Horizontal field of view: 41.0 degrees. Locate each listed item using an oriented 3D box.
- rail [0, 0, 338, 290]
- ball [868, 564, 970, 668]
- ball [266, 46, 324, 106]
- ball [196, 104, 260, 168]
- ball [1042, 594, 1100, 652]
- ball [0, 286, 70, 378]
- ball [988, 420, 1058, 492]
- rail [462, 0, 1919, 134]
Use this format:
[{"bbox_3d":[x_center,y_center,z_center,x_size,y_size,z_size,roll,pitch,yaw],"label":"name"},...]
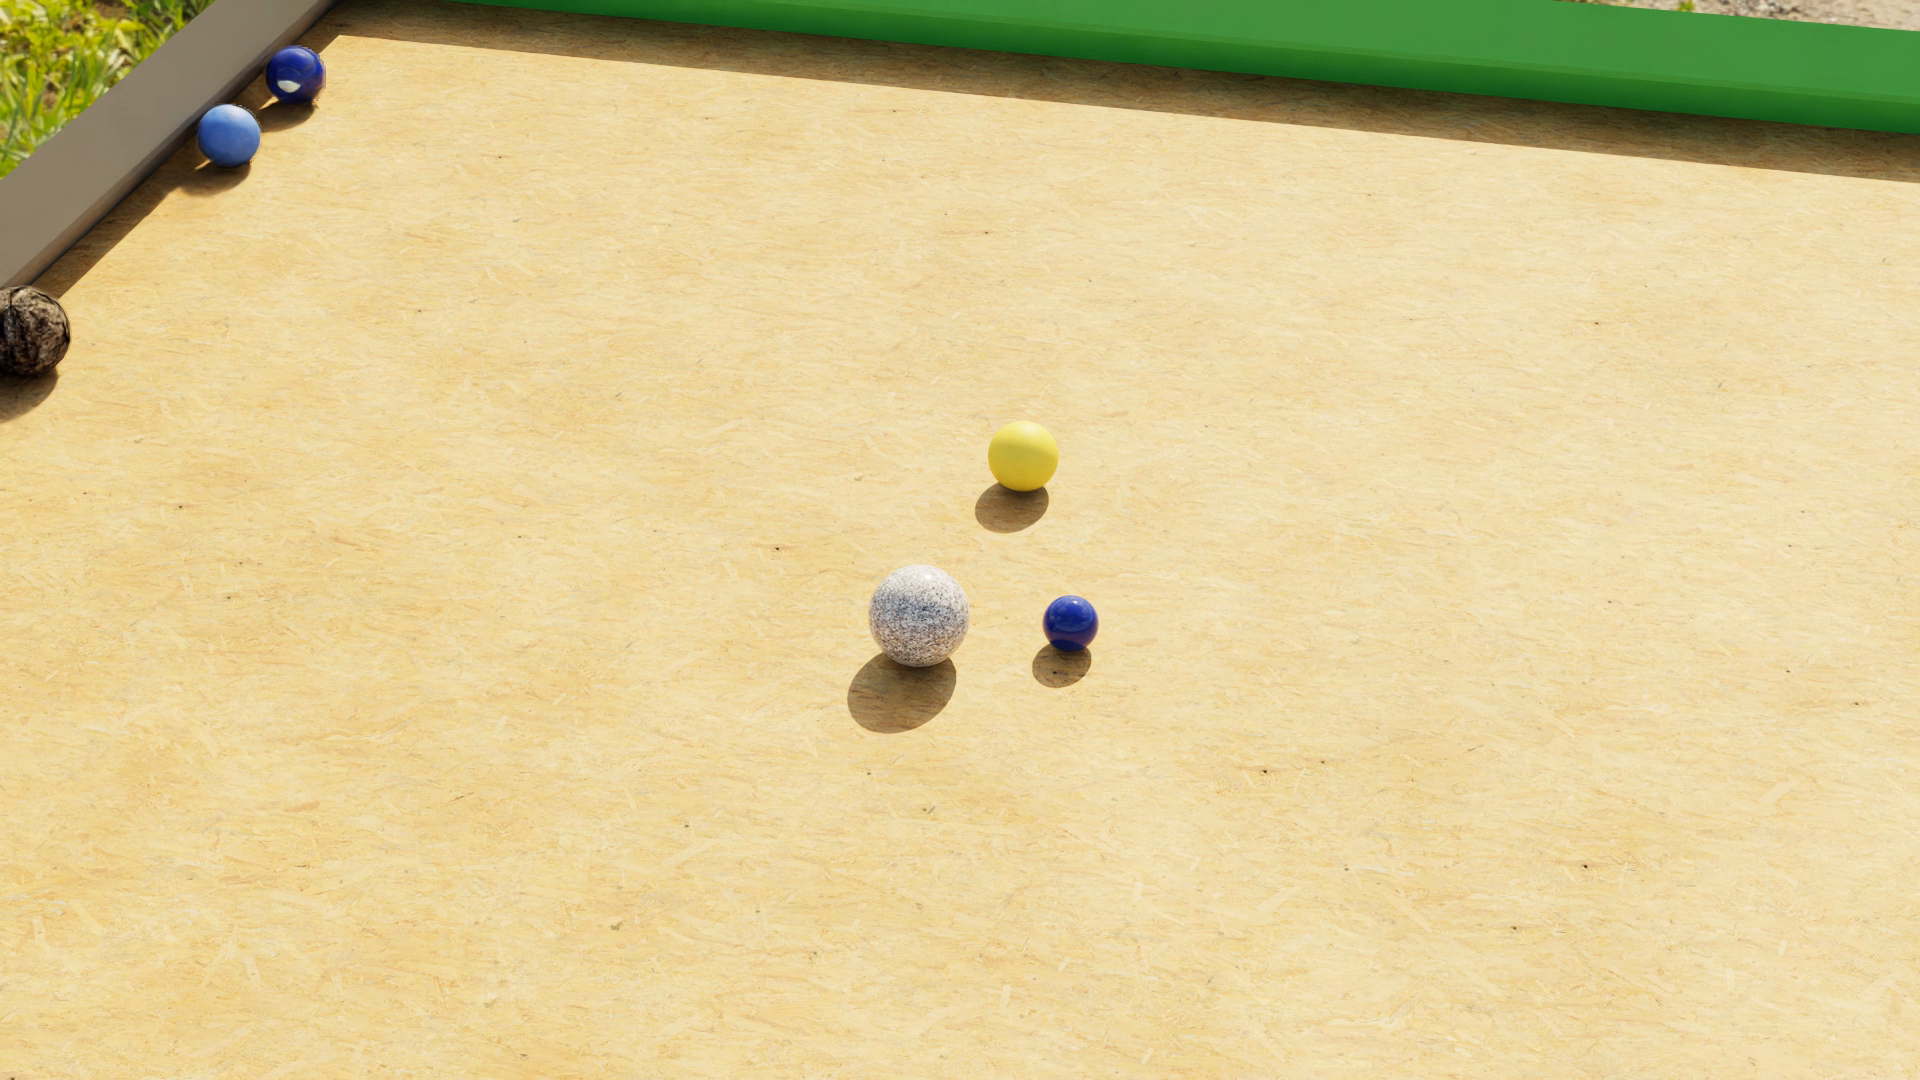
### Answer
[{"bbox_3d":[-0.887,-0.130,2.096,0.045,0.108,1.956,7,35,10],"label":"rail"},{"bbox_3d":[-0.030,0.055,1.856,0.075,0.075,0.075,0,34,0],"label":"ball"},{"bbox_3d":[-0.688,-0.480,2.654,0.060,0.060,0.060,0,34,0],"label":"ball"},{"bbox_3d":[-0.723,-0.399,2.535,0.061,0.061,0.061,0,34,0],"label":"ball"},{"bbox_3d":[0.081,0.061,1.876,0.042,0.042,0.042,0,34,0],"label":"ball"},{"bbox_3d":[-0.802,-0.178,2.194,0.078,0.078,0.078,0,34,0],"label":"ball"},{"bbox_3d":[0.051,-0.067,2.050,0.057,0.057,0.057,0,34,0],"label":"ball"},{"bbox_3d":[1.119,-0.427,2.532,3.730,0.108,0.045,7,35,10],"label":"rail"}]
